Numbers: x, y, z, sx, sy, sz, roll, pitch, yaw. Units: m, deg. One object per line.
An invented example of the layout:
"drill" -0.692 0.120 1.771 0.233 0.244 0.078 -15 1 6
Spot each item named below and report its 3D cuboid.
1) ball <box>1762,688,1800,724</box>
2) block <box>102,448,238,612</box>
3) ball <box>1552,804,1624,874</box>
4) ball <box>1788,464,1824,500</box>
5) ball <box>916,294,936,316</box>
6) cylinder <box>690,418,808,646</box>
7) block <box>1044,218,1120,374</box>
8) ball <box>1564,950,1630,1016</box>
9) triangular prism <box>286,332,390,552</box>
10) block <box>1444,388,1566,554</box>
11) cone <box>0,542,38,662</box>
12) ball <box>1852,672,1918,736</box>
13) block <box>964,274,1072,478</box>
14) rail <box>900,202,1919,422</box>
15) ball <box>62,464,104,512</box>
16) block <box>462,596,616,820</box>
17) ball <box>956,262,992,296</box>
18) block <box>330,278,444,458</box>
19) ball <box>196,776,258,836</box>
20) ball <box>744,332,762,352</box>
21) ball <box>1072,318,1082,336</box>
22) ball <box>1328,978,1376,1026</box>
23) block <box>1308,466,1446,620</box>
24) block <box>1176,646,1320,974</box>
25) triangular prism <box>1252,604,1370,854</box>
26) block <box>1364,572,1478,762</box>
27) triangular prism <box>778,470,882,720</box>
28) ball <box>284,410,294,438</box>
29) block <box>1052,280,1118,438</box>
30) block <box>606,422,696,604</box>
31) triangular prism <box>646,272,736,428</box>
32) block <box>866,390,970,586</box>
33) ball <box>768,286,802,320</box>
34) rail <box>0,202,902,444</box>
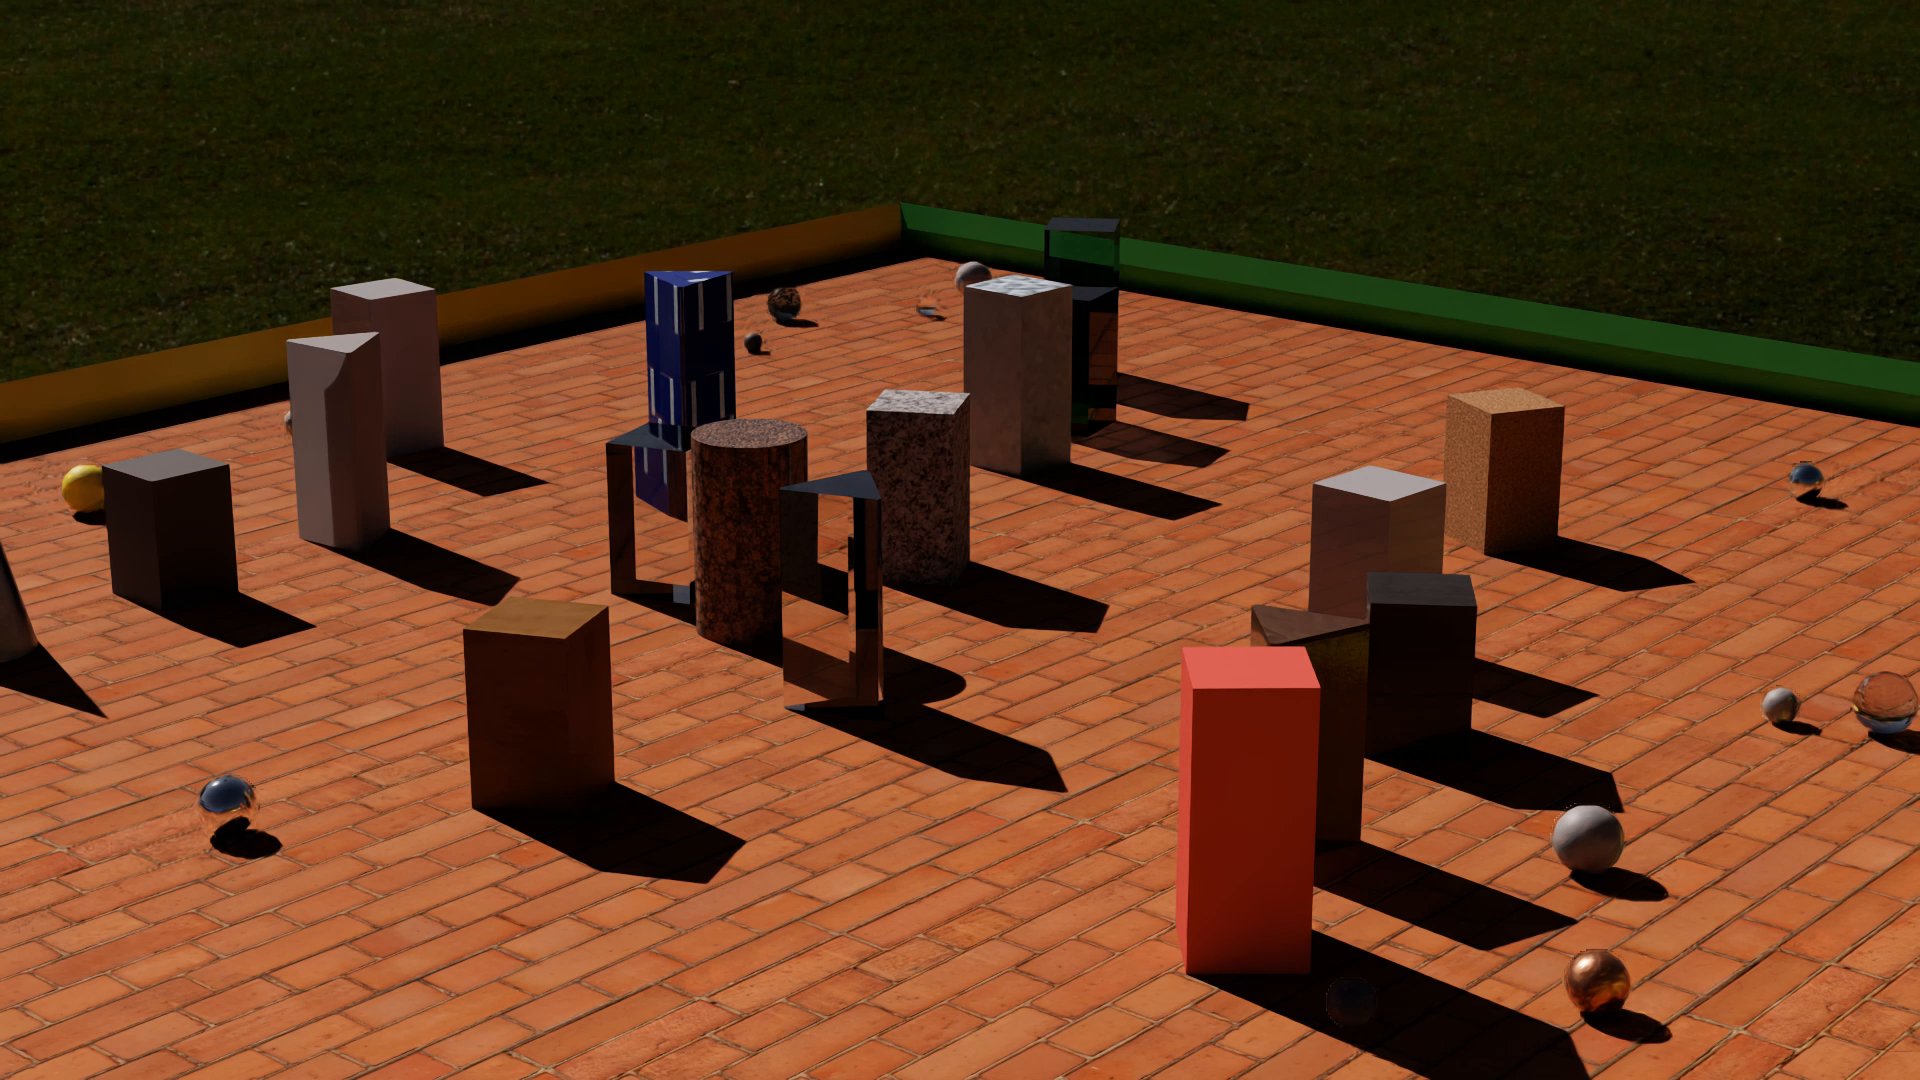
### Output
"ball" 1.262 0.255 4.506 0.055 0.055 0.055 0 17 0
"block" -1.375 -0.019 5.107 0.155 0.232 0.155 15 22 40
"ball" 0.846 0.403 3.946 0.094 0.094 0.094 0 17 0
"ball" 1.645 -0.114 5.702 0.069 0.069 0.069 0 17 0
"ball" -0.084 -0.583 7.286 0.053 0.053 0.053 0 17 0
"cylinder" -0.349 -0.015 4.906 0.193 0.340 0.193 0 17 0
"block" 0.274 -0.536 6.609 0.155 0.354 0.155 2 17 7
"ball" 0.770 0.535 3.538 0.078 0.078 0.078 0 17 0
"triangular prism" -1.119 -0.187 5.416 0.167 0.376 0.145 12 21 35
"block" 1.001 -0.129 5.412 0.155 0.266 0.155 -6 18 -21
"cone" -1.626 -0.015 4.793 0.193 0.405 0.193 0 17 0
"ball" 1.406 0.248 4.456 0.096 0.096 0.096 0 17 0
"block" 0.116 -0.333 5.911 0.155 0.368 0.155 15 22 40
"rail" 1.463 -0.455 6.733 4.353 0.126 0.045 14 22 39
"ball" -1.671 -0.098 5.611 0.093 0.093 0.093 0 17 0
"block" -0.599 0.238 4.189 0.155 0.270 0.155 5 17 16
"ball" 0.034 -0.664 7.481 0.094 0.094 0.094 0 17 0
"block" -1.180 -0.355 6.046 0.155 0.333 0.155 -15 22 -40
"ball" -1.019 0.370 4.076 0.084 0.084 0.084 0 17 0
"ball" -0.488 -0.466 6.916 0.044 0.044 0.044 0 17 0
"ball" 0.273 -0.512 7.068 0.043 0.043 0.043 0 17 0
"ball" 0.469 0.554 3.511 0.057 0.057 0.057 0 17 0
"block" 0.684 0.042 4.819 0.155 0.282 0.155 16 23 42
"block" 0.358 0.338 3.673 0.155 0.378 0.155 0 17 -1
"triangular prism" 0.445 0.260 4.030 0.167 0.320 0.145 -11 20 -32
"block" 0.687 0.189 4.401 0.155 0.243 0.155 2 17 5
"triangular prism" -0.172 0.080 4.564 0.167 0.355 0.145 6 18 20
"ball" -1.382 -0.245 6.142 0.068 0.068 0.068 0 17 0
"block" 0.232 -0.385 6.218 0.155 0.292 0.155 8 18 24
"block" -0.510 -0.048 5.133 0.155 0.273 0.155 7 18 21
"triangular prism" -0.545 -0.300 5.690 0.145 0.434 0.167 10 19 29
"block" -0.073 -0.095 5.218 0.155 0.312 0.155 3 17 11
"ball" -0.433 -0.583 7.231 0.085 0.085 0.085 0 17 0
"rail" -1.625 -0.376 6.471 0.045 0.126 4.509 14 22 39
